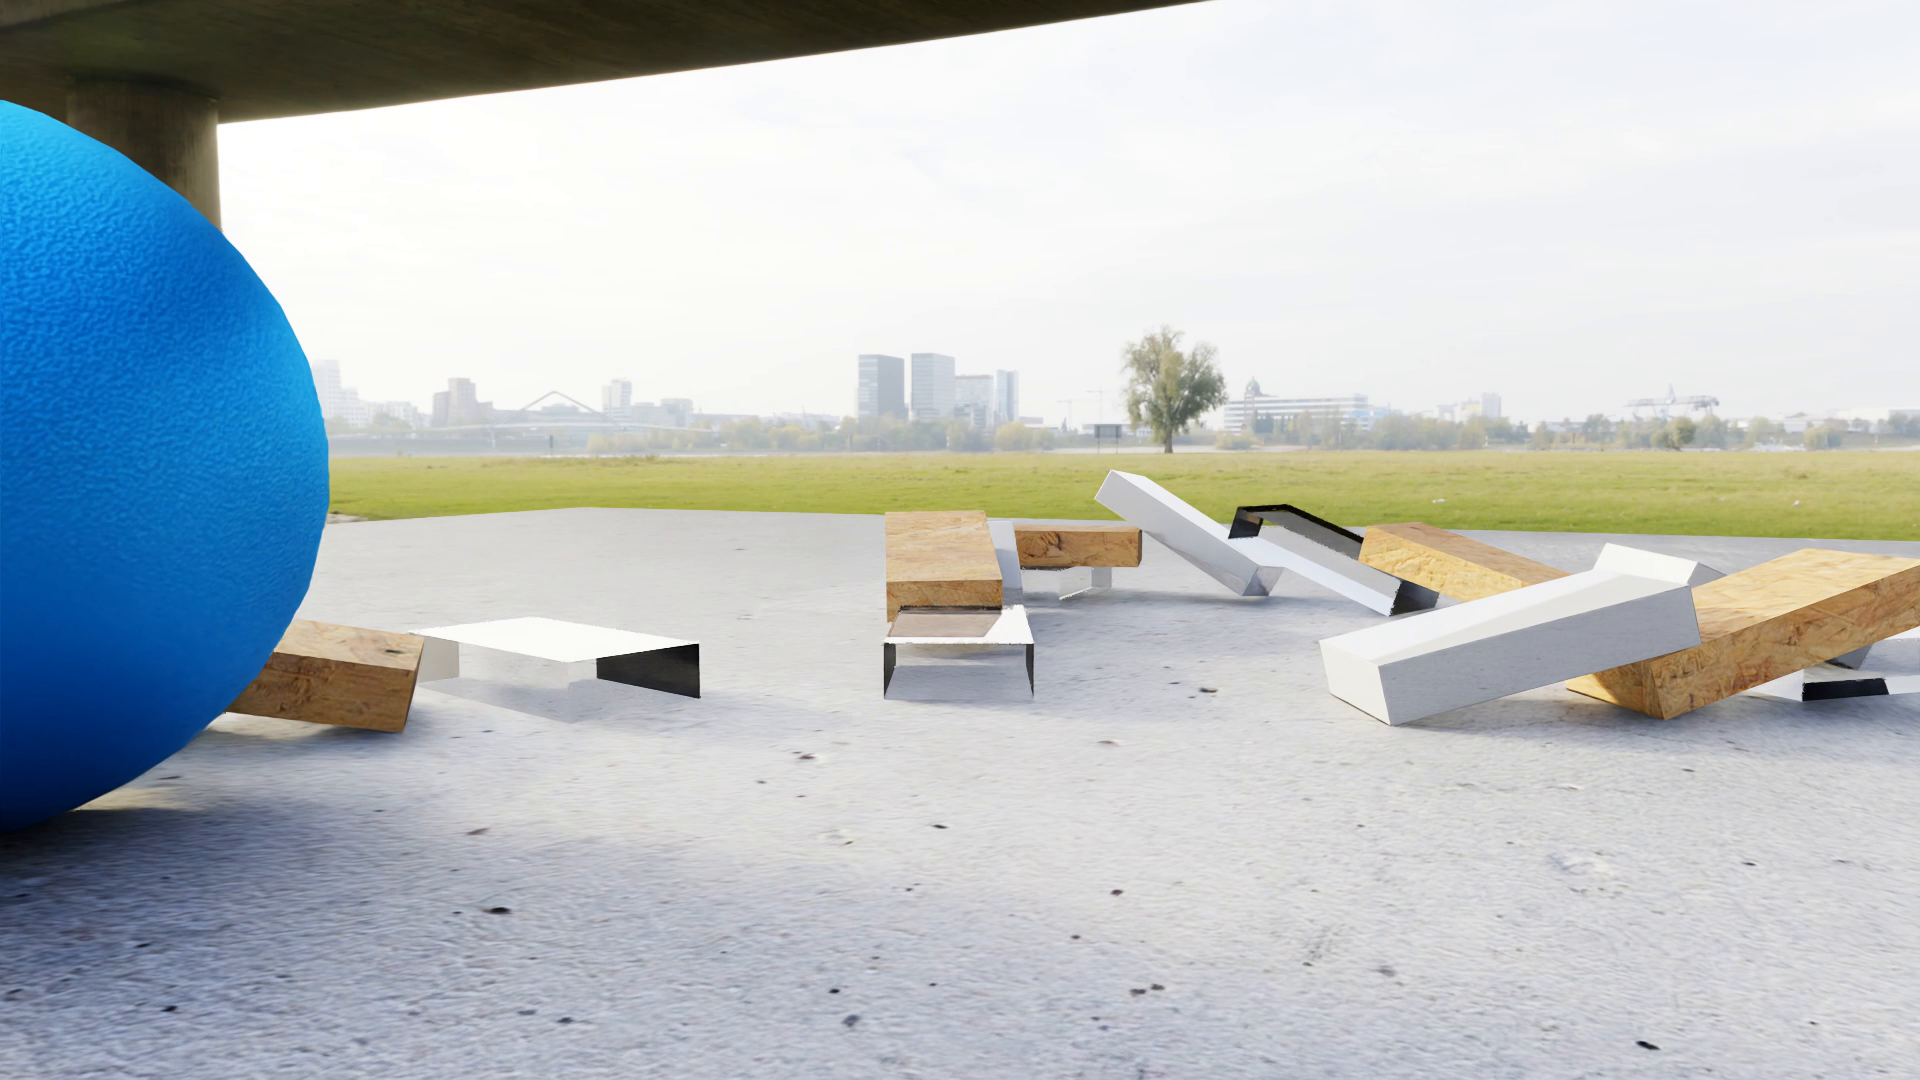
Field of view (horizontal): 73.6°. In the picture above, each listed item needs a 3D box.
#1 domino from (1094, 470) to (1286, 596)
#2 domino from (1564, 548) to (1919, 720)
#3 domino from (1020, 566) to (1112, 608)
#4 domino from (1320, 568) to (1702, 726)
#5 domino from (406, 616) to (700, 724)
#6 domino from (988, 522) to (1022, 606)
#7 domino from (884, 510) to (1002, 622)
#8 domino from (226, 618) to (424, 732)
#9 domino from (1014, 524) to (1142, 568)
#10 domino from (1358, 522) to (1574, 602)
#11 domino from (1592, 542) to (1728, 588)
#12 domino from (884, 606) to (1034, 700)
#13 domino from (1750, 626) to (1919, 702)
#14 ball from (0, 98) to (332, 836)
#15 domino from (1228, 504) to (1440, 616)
[{"bbox_3d":[0.064,-0.002,0.359,0.050,0.010,0.025,36,15,26],"label":"domino"},{"bbox_3d":[0.129,0.015,0.212,0.050,0.009,0.025,-18,6,-6],"label":"domino"},{"bbox_3d":[0.024,0.011,0.361,0.025,0.010,0.050,2,5,22],"label":"domino"},{"bbox_3d":[0.087,0.017,0.207,0.050,0.009,0.025,-14,5,-3],"label":"domino"},{"bbox_3d":[-0.071,0.021,0.220,0.050,0.009,0.025,4,6,40],"label":"domino"},{"bbox_3d":[0.002,0.008,0.324,0.025,0.009,0.050,0,19,0],"label":"domino"},{"bbox_3d":[-0.005,0.005,0.301,0.025,0.009,0.050,-1,19,-3],"label":"domino"},{"bbox_3d":[-0.108,0.018,0.192,0.050,0.009,0.025,11,3,-20],"label":"domino"},{"bbox_3d":[0.025,0.001,0.360,0.050,0.009,0.025,1,4,11],"label":"domino"},{"bbox_3d":[0.126,0.008,0.311,0.025,0.010,0.050,-3,21,-41],"label":"domino"},{"bbox_3d":[0.160,0.012,0.281,0.025,0.009,0.050,25,7,5],"label":"domino"},{"bbox_3d":[0.000,0.020,0.238,0.025,0.009,0.050,0,4,1],"label":"domino"},{"bbox_3d":[0.160,0.021,0.231,0.050,0.009,0.025,-1,4,-17],"label":"domino"},{"bbox_3d":[-0.111,-0.008,0.135,0.080,0.080,0.080,0,4,0],"label":"ball"},{"bbox_3d":[0.099,0.004,0.340,0.025,0.009,0.050,-4,25,-44],"label":"domino"}]
